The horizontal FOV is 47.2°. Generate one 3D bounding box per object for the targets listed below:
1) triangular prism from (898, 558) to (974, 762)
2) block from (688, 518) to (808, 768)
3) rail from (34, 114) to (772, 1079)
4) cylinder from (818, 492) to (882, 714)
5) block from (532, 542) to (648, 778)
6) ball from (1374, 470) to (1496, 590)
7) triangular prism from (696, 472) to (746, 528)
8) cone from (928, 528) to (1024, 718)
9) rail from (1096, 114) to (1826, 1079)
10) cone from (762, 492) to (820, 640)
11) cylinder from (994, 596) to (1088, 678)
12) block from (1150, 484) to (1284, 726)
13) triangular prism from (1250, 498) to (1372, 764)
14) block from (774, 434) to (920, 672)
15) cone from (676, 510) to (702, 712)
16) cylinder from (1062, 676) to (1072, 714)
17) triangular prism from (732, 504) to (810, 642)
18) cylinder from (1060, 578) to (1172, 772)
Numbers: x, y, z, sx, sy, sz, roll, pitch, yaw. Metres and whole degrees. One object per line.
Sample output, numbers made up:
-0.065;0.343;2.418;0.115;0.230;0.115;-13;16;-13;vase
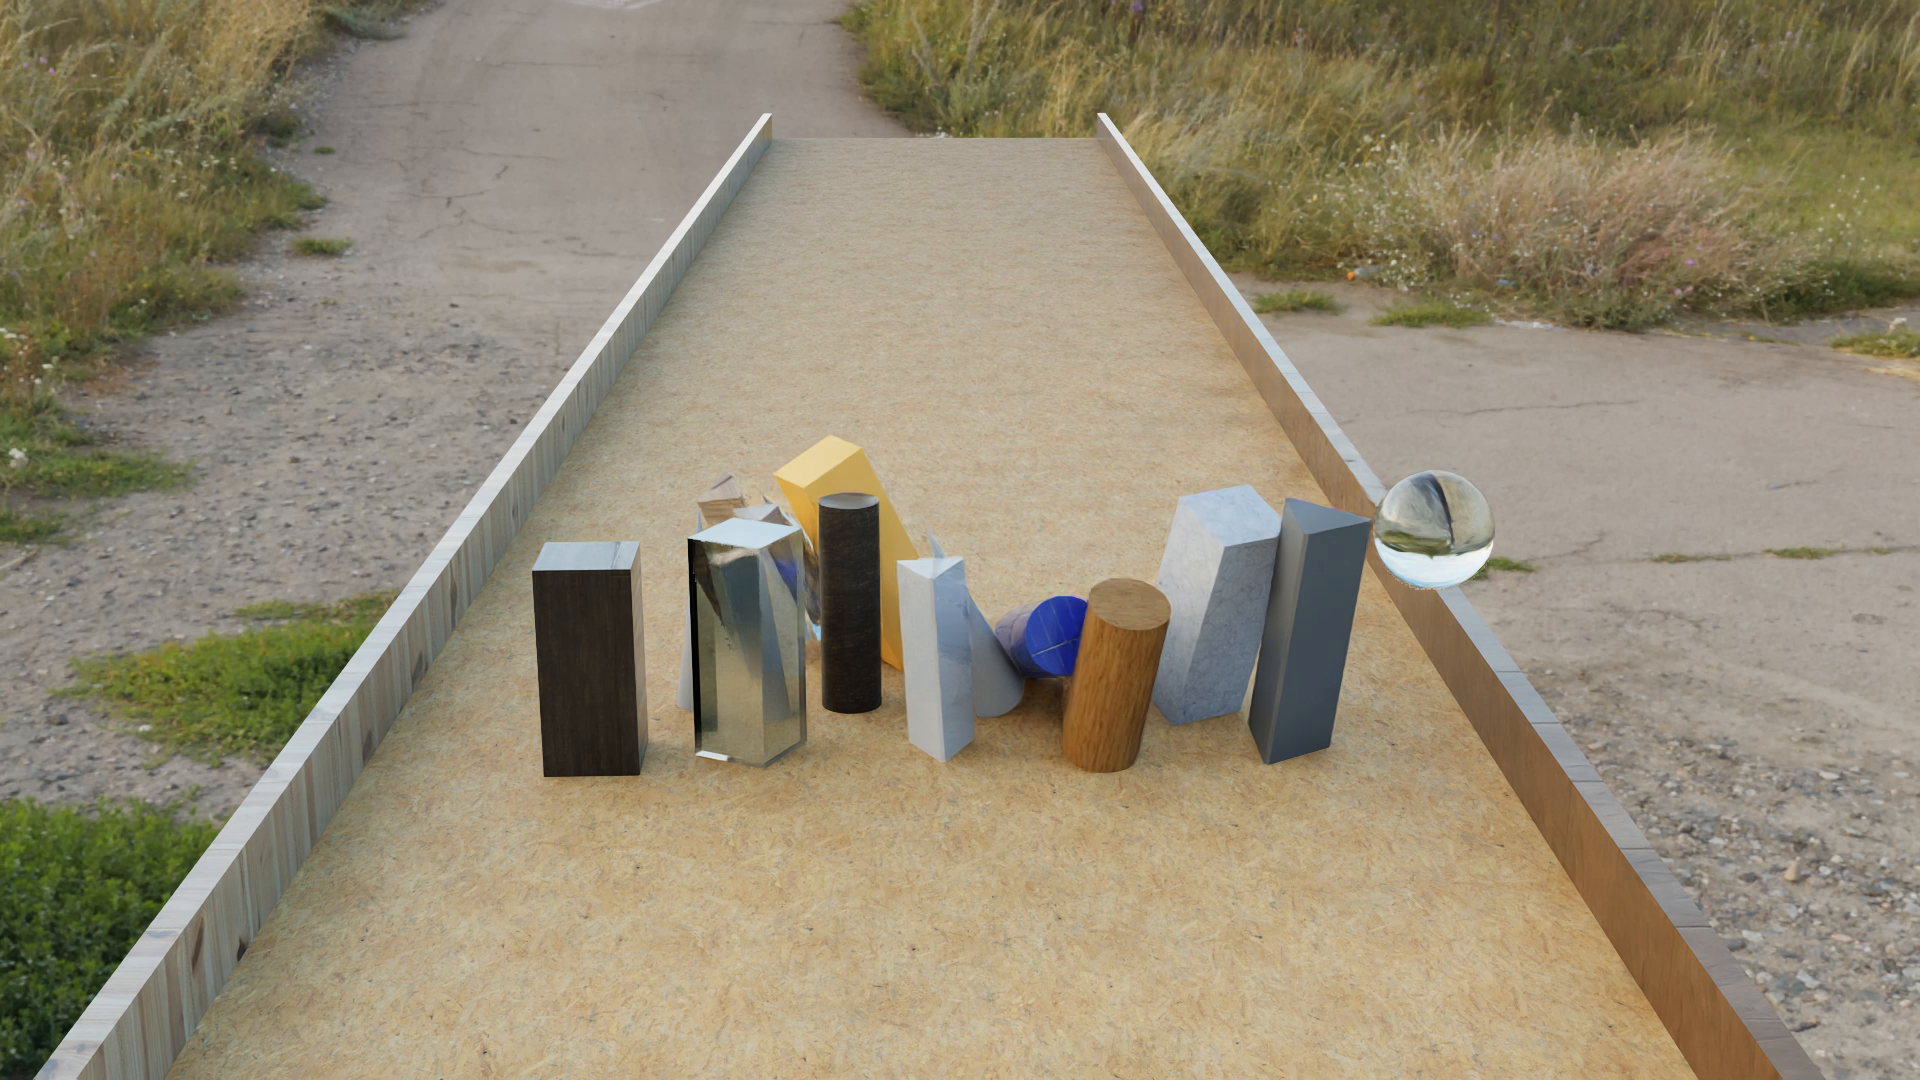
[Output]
-0.027;0.205;3.914;0.102;0.348;0.118;-14;22;-28;triangular prism
-0.376;0.182;3.907;0.145;0.404;0.145;8;18;26;block
-1.118;-0.838;7.780;0.050;0.150;12.000;0;17;-1;rail
-0.206;0.119;4.127;0.114;0.399;0.114;0;17;0;cylinder
-0.646;0.208;3.865;0.167;0.378;0.167;-1;17;-2;block
0.874;-0.019;4.054;0.221;0.221;0.221;0;17;0;ball
-0.411;0.024;4.469;0.096;0.383;0.083;-6;44;19;triangular prism
0.001;0.130;3.997;0.128;0.449;0.128;-11;43;11;cone
0.932;-0.844;7.801;0.050;0.150;12.000;0;17;-1;rail
-0.311;0.031;4.429;0.156;0.374;0.156;-20;38;16;cone
0.160;0.184;4.100;0.142;0.142;0.445;-2;-4;-7;cylinder
0.459;0.122;4.029;0.152;0.420;0.152;-10;41;-27;block
0.588;0.155;3.888;0.153;0.449;0.132;-11;29;-33;triangular prism
-0.182;0.027;4.316;0.139;0.449;0.139;-36;27;-17;block
-0.485;0.123;4.134;0.109;0.387;0.109;0;17;0;cone
0.254;0.254;4.192;0.103;0.103;0.336;2;17;6;cylinder
-0.389;0.081;4.375;0.080;0.316;0.093;11;36;33;triangular prism
0.267;0.236;3.812;0.141;0.324;0.141;6;37;-4;cylinder
